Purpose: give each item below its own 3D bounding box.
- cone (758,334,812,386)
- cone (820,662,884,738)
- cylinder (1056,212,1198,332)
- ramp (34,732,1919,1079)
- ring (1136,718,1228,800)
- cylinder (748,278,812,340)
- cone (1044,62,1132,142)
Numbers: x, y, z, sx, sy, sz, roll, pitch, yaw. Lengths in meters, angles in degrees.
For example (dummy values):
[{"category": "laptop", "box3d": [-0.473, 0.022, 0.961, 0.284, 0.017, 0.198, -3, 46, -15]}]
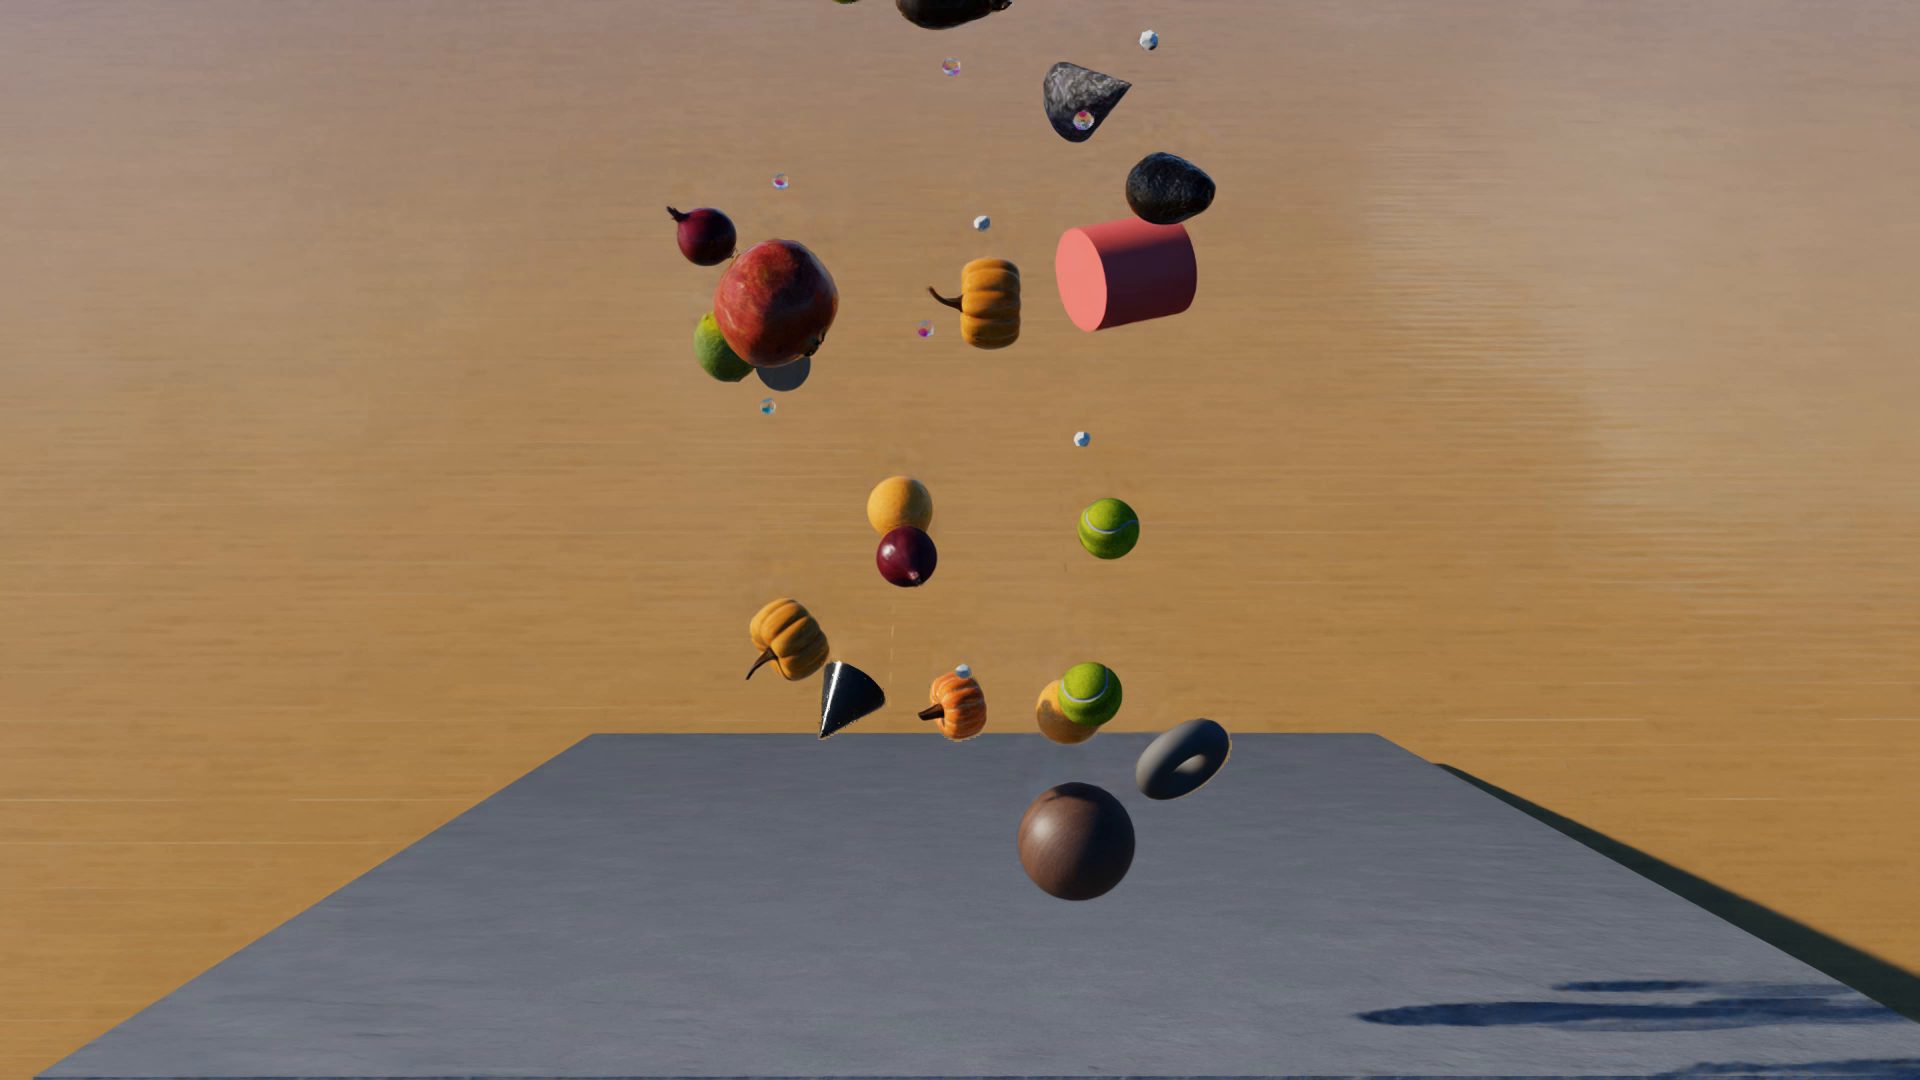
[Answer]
[{"category": "cone", "box3d": [-0.193, -0.182, 2.688, 0.060, 0.060, 0.060, -17, -4, -29]}, {"category": "cone", "box3d": [-0.117, 0.164, 2.466, 0.067, 0.067, 0.067, 15, 54, 26]}, {"category": "cylinder", "box3d": [0.149, -0.241, 2.319, 0.093, 0.093, 0.093, -13, 31, -24]}, {"category": "ramp", "box3d": [0.063, 0.567, 4.607, 2.000, 0.100, 4.000, 0, 1, 0]}, {"category": "ring", "box3d": [0.216, 0.213, 2.508, 0.101, 0.101, 0.034, -16, 54, -27]}, {"category": "cylinder", "box3d": [-0.169, -0.218, 2.433, 0.052, 0.052, 0.052, -8, 29, -4]}, {"category": "cone", "box3d": [0.135, -0.426, 2.465, 0.079, 0.079, 0.079, -8, 16, 43]}]
